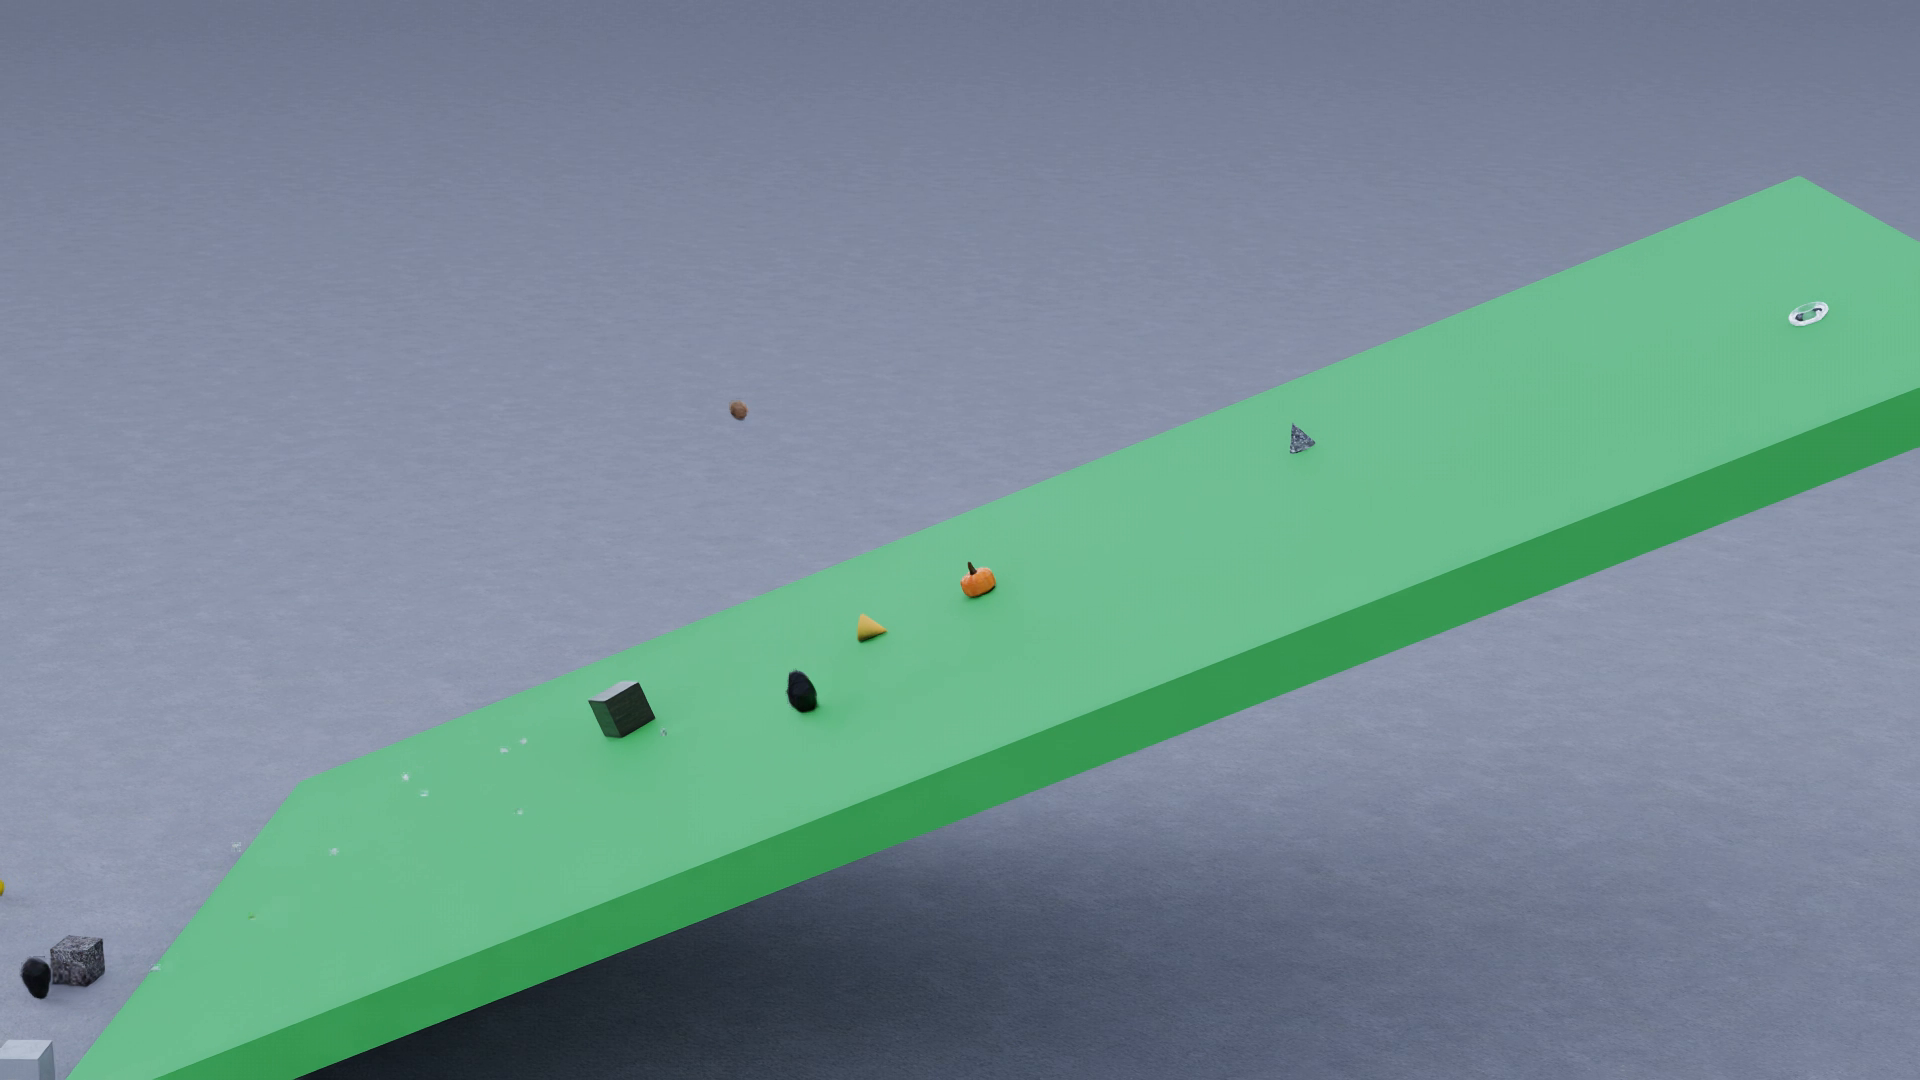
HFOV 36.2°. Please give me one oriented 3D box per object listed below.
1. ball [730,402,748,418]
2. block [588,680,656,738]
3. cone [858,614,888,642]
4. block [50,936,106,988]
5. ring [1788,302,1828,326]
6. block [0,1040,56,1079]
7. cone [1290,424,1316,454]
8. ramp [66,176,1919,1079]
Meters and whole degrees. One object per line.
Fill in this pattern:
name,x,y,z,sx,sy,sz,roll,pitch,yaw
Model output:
ball,-0.917,-0.539,12.208,0.074,0.074,0.074,0,15,0
block,-0.758,0.379,6.592,0.093,0.093,0.093,-30,14,-28
cone,-0.188,0.196,6.464,0.063,0.063,0.063,7,15,10
block,-1.951,0.931,6.505,0.082,0.082,0.082,3,15,11
ring,1.660,-0.442,5.752,0.078,0.026,0.078,-22,14,6
block,-1.891,1.072,5.943,0.092,0.092,0.092,0,15,2
cone,0.742,-0.231,6.466,0.061,0.061,0.061,-23,12,5
ramp,0.128,0.171,6.287,4.000,0.100,2.000,-22,12,8
